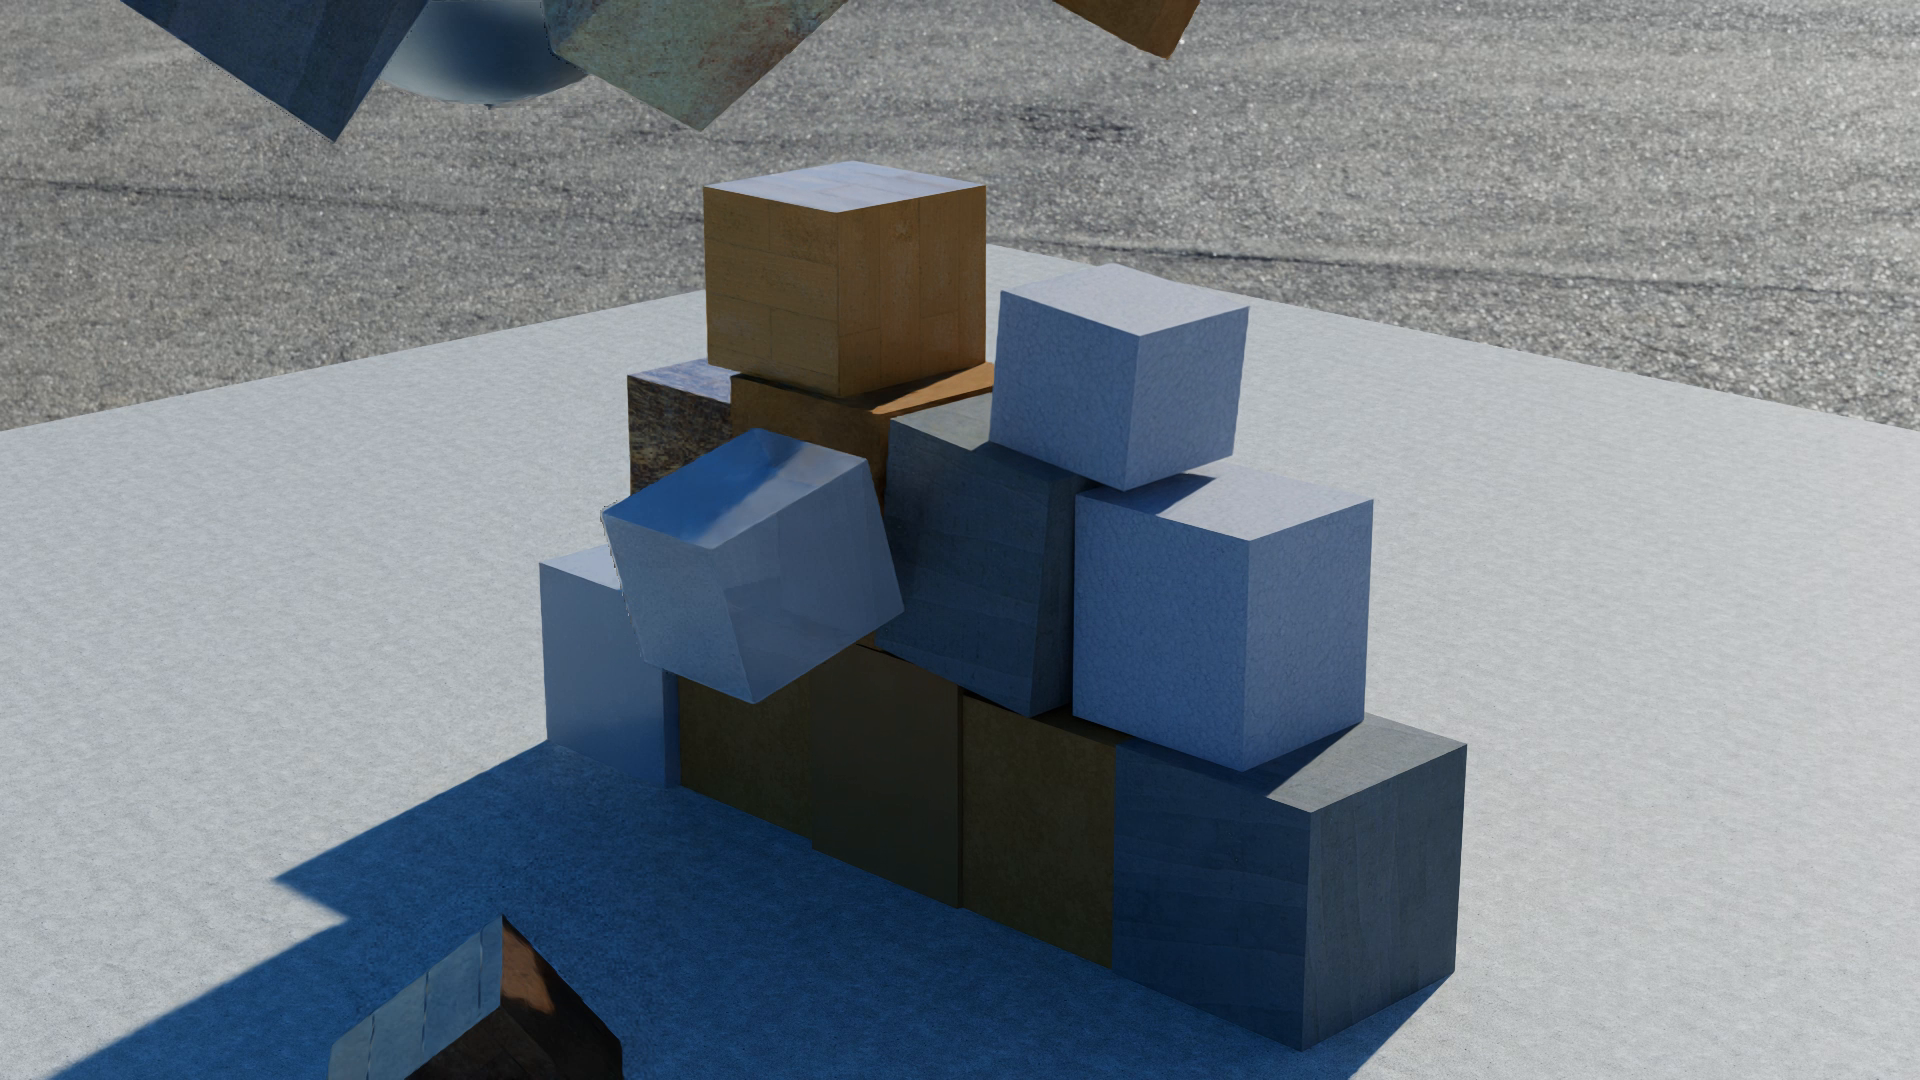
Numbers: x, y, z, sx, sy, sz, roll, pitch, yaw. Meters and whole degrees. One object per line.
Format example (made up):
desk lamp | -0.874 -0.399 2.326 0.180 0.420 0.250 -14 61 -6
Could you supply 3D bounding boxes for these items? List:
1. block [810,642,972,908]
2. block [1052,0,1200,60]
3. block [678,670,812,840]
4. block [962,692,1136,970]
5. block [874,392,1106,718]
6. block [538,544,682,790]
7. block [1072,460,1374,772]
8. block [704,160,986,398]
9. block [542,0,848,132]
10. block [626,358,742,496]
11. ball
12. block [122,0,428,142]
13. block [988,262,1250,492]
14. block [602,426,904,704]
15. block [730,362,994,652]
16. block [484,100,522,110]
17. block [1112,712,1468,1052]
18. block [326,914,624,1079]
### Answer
block | 0.021 0.914 13.615 0.958 1.093 1.061 17 24 42
block | 0.624 -2.303 11.308 0.646 0.624 0.572 31 12 10
block | -0.703 0.704 14.274 0.885 1.097 1.021 -17 24 -42
block | 0.692 1.149 12.999 1.016 1.014 0.905 -17 24 -42
block | 0.379 -0.002 12.928 0.943 1.070 1.101 23 28 39
block | -1.401 0.556 14.977 1.089 0.959 0.956 -17 24 -42
block | 1.097 0.288 12.323 0.927 0.983 0.817 16 24 42
block | -0.527 -1.221 13.526 0.894 0.837 0.935 17 24 42
block | -0.847 -1.811 9.011 0.605 0.680 0.661 24 39 -43
block | -1.011 -0.354 14.305 0.928 0.903 0.783 17 24 42
ball | -1.770 -2.403 10.731 1.600 1.600 1.600 0 17 0
block | -2.172 -1.916 9.346 0.933 0.879 0.876 34 0 -18
block | 0.669 -0.703 12.388 0.751 0.668 0.730 22 28 38
block | -0.868 0.093 12.391 0.853 0.730 0.760 -32 32 -33
block | -0.346 -0.235 13.608 0.984 1.095 1.014 16 24 42
block | -1.843 -2.326 12.282 0.734 0.743 0.665 -34 8 5
block | 1.378 1.345 12.332 1.040 1.040 1.028 -17 24 -42
block | -1.719 1.957 10.411 0.797 0.681 0.744 -37 19 4
